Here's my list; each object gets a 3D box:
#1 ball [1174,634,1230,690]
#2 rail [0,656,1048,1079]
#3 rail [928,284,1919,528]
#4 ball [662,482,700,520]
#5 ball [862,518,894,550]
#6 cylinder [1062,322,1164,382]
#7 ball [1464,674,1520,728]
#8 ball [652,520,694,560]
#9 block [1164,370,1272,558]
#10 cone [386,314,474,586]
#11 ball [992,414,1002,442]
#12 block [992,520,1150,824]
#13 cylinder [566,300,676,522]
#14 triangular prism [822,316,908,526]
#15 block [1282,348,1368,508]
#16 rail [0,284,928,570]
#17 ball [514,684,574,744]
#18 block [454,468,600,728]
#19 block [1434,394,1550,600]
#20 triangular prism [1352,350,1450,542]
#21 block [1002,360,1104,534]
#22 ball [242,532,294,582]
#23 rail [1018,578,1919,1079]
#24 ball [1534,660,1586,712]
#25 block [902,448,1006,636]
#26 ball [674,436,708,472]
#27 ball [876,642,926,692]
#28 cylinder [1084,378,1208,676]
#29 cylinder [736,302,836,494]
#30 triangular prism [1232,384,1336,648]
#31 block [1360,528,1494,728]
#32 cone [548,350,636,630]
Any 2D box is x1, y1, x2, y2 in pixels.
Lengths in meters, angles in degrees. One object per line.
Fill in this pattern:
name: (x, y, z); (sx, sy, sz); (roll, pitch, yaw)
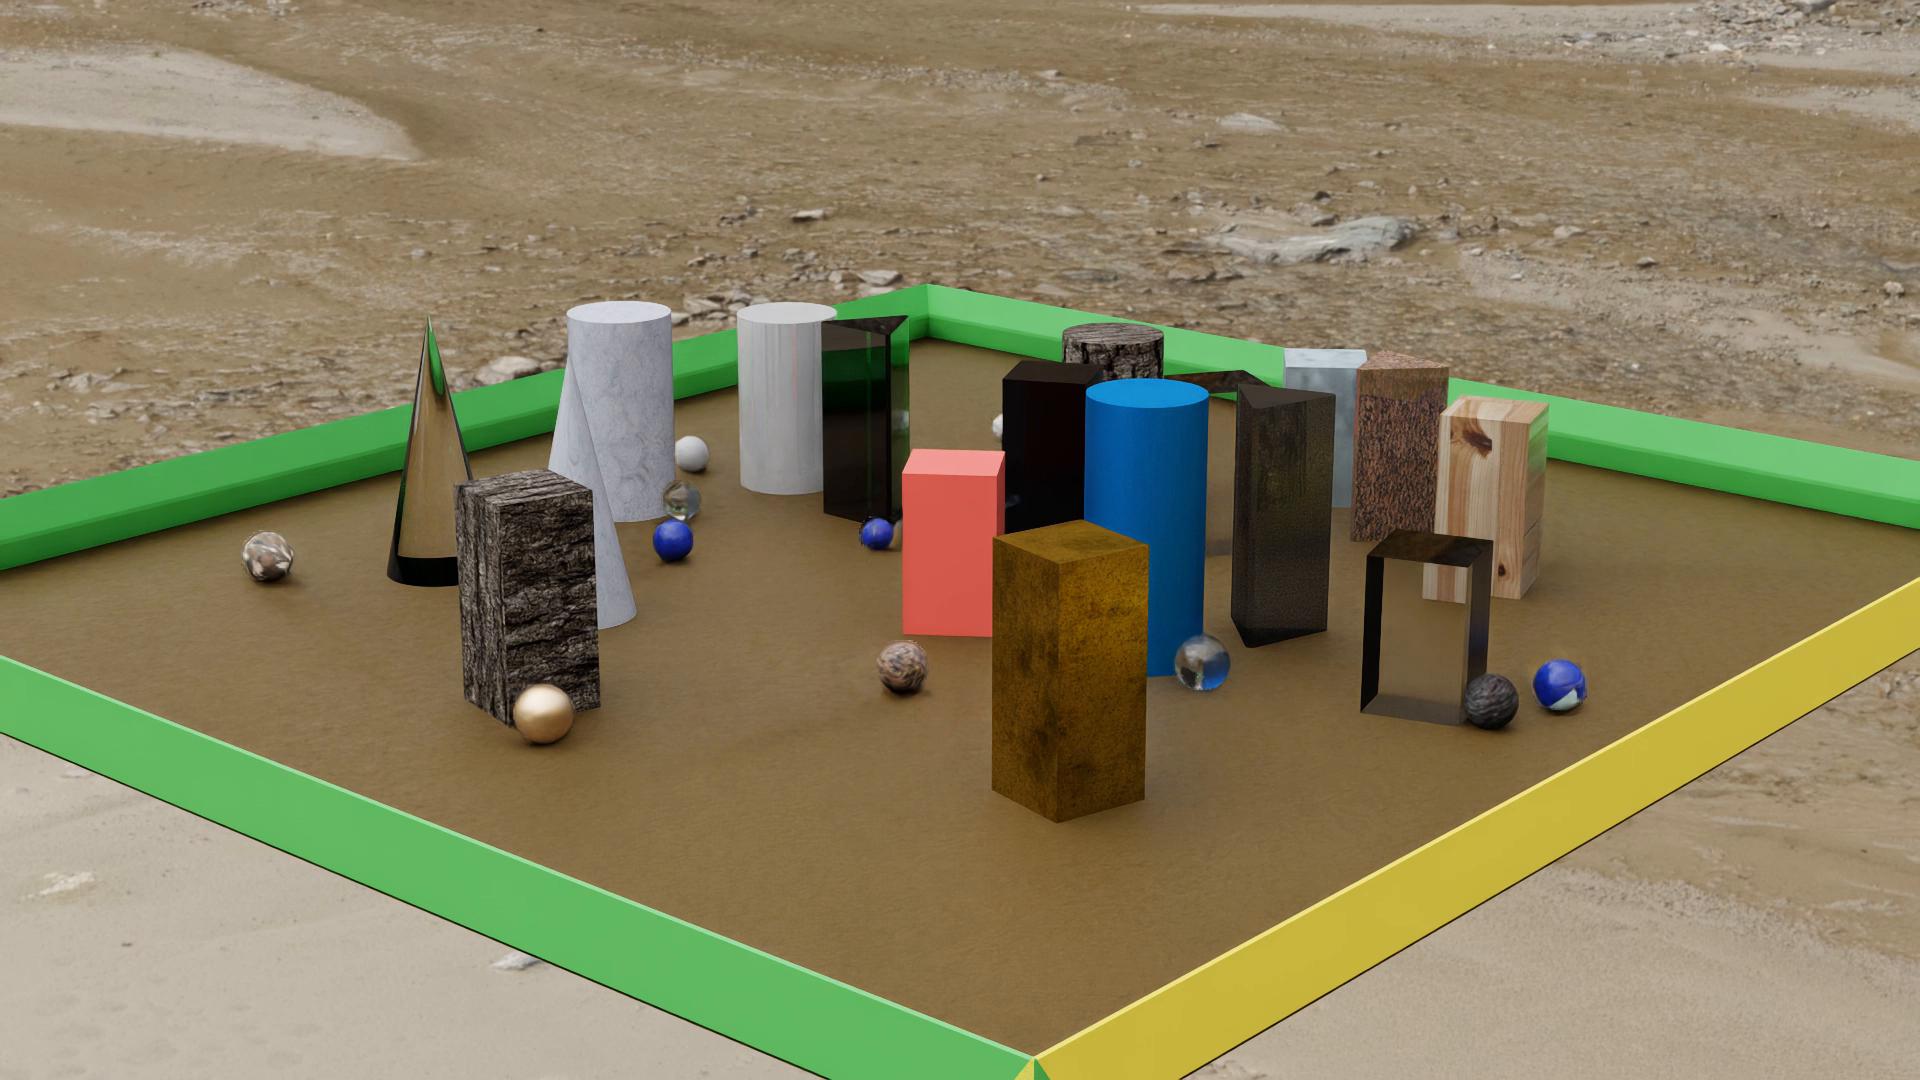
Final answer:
ball: (0.385, 0.194, 4.652); (0.090, 0.090, 0.090); (0, 17, 0)
rail: (-0.958, 0.351, 4.063); (2.790, 0.128, 0.045); (14, 22, 39)
rail: (0.958, -0.286, 6.177); (2.790, 0.128, 0.045); (14, 22, 39)
ball: (-0.529, -0.075, 5.574); (0.072, 0.072, 0.072); (0, 17, 0)
ball: (-0.152, -0.010, 5.383); (0.059, 0.059, 0.059); (0, 17, 0)
cylinder: (0.296, -0.246, 5.714); (0.197, 0.320, 0.197); (0, 17, 0)
ball: (0.813, 0.246, 4.489); (0.084, 0.084, 0.084); (0, 17, 0)
ball: (-0.520, 0.001, 5.320); (0.074, 0.074, 0.074); (0, 17, 0)
block: (0.473, -0.141, 5.390); (0.157, 0.306, 0.157); (-5, 17, -16)
cone: (-0.931, -0.173, 5.202); (0.197, 0.475, 0.197); (0, 17, 0)
ball: (0.097, -0.233, 6.119); (0.061, 0.061, 0.061); (0, 17, 0)
block: (0.156, 0.184, 4.177); (0.157, 0.382, 0.157); (-11, 20, -33)
cylinder: (-0.645, -0.247, 5.602); (0.197, 0.386, 0.197); (0, 17, 0)
triangular prism: (-0.148, -0.232, 5.573); (0.170, 0.374, 0.148); (14, 22, 39)
block: (0.706, -0.218, 5.697); (0.157, 0.276, 0.157); (1, 17, 4)
rail: (-1.035, -0.227, 5.981); (0.045, 0.128, 2.971); (14, 22, 39)
ball: (-0.629, 0.262, 4.426); (0.090, 0.090, 0.090); (0, 17, 0)
block: (-0.671, 0.087, 4.552); (0.157, 0.353, 0.157); (-11, 20, -33)
block: (0.933, -0.077, 5.160); (0.157, 0.316, 0.157); (7, 18, 22)
triangular prism: (0.803, -0.179, 5.476); (0.170, 0.328, 0.148); (-2, 17, -6)
block: (0.173, -0.168, 5.485); (0.157, 0.301, 0.157); (4, 17, 14)
ball: (-1.227, 0.030, 5.201); (0.087, 0.087, 0.087); (0, 17, 0)
rail: (1.035, 0.291, 4.259); (0.045, 0.128, 2.971); (14, 22, 39)
ball: (0.933, 0.226, 4.562); (0.081, 0.081, 0.081); (0, 17, 0)
block: (-0.010, 0.004, 4.954); (0.157, 0.280, 0.157); (2, 17, 6)
ball: (-0.542, -0.173, 5.900); (0.073, 0.073, 0.073); (0, 17, 0)
ball: (-0.092, 0.200, 4.648); (0.080, 0.080, 0.080); (0, 17, 0)
cylinder: (0.299, -0.022, 4.750); (0.197, 0.446, 0.197); (0, 17, 0)
cylinder: (-0.339, -0.281, 5.790); (0.197, 0.343, 0.197); (0, 17, 0)
triangular prism: (0.508, -0.048, 4.903); (0.170, 0.409, 0.148); (-11, 20, -32)
block: (0.726, 0.135, 4.561); (0.157, 0.256, 0.157); (7, 18, 23)
cone: (-0.654, -0.095, 4.967); (0.197, 0.462, 0.197); (0, 17, 0)
